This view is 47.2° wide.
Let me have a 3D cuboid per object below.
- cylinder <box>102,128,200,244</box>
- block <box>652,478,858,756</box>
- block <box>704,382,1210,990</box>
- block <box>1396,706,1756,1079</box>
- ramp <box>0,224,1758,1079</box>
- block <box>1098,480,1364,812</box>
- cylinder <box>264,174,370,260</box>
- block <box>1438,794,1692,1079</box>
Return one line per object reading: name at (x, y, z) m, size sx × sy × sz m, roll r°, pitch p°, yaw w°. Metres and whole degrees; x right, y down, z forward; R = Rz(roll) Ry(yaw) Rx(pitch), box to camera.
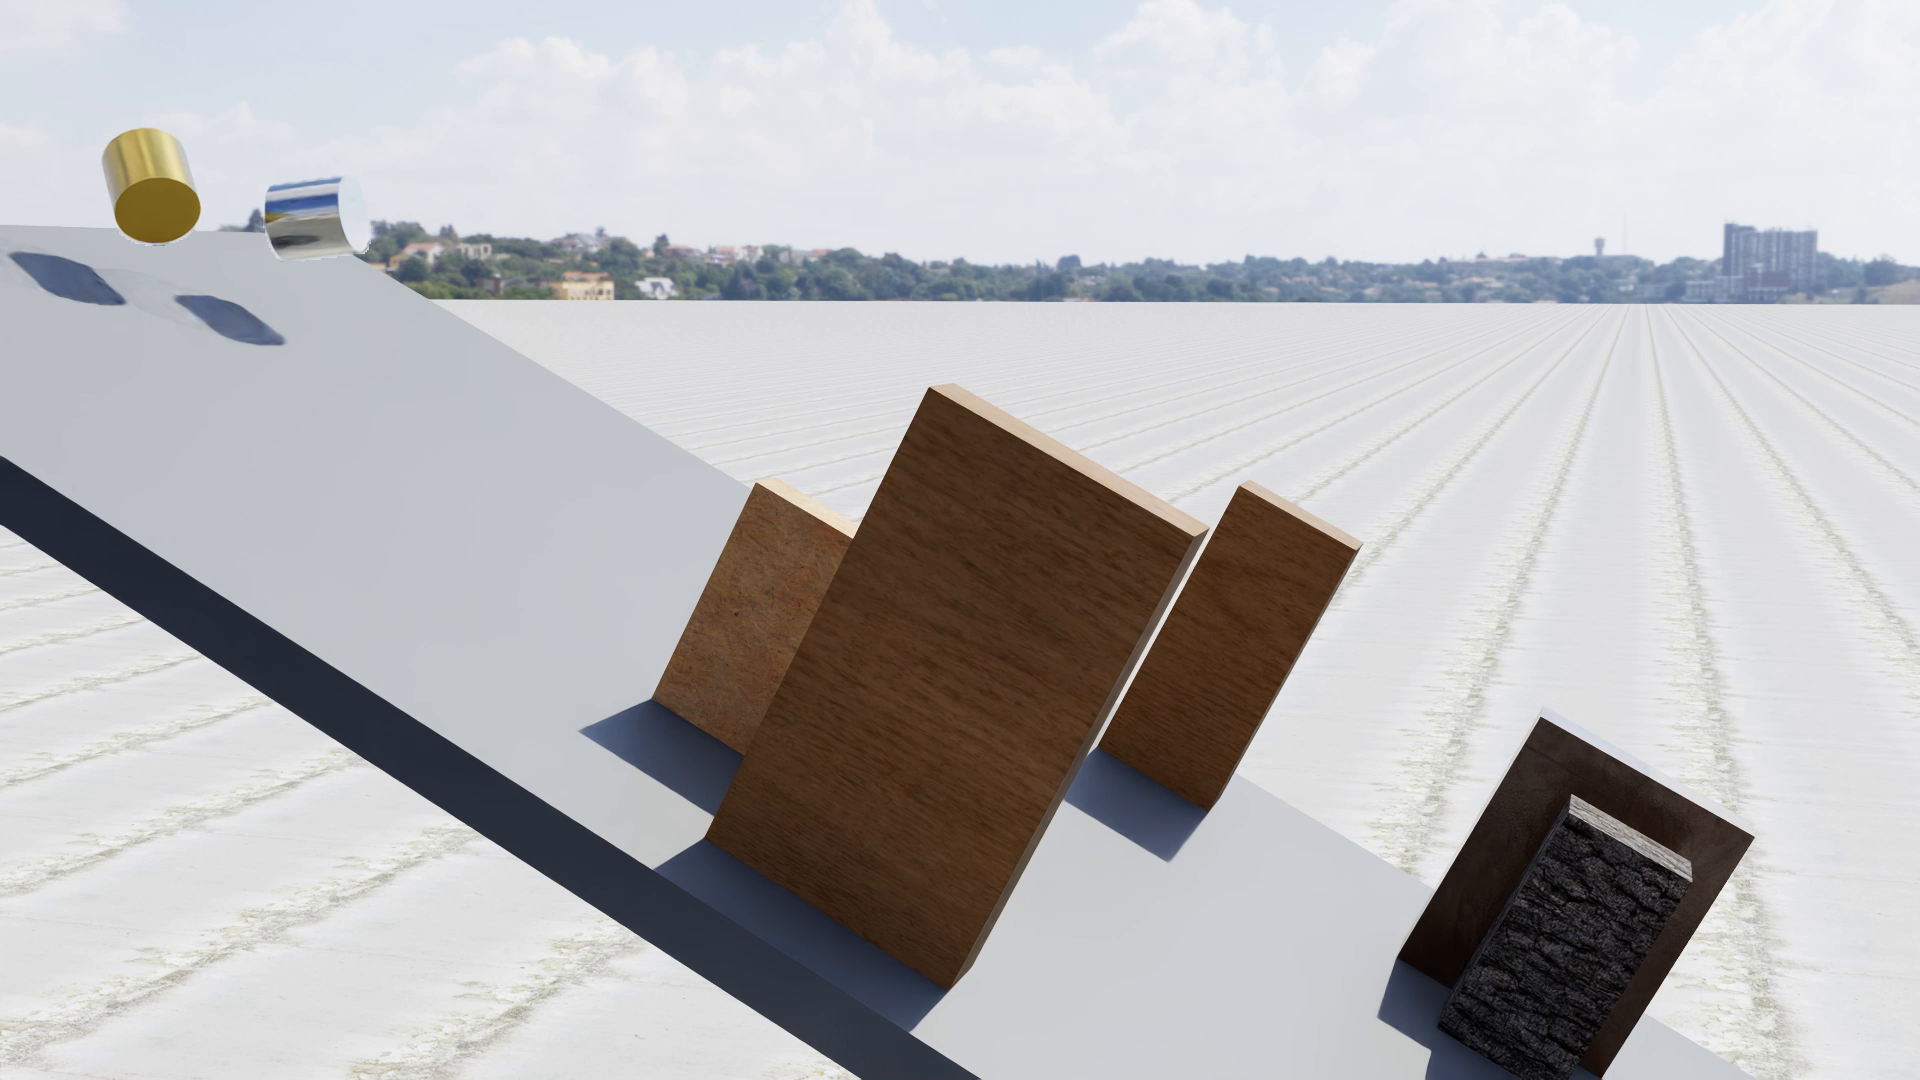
cylinder at (-1.620, -0.710, 4.404) m, size 0.163 × 0.163 × 0.163 m, roll -4°, pitch 47°, yaw -29°
block at (-0.271, 0.169, 3.714) m, size 0.353 × 0.426 × 0.088 m, roll 30°, pitch 14°, yaw 12°
block at (-0.013, 0.218, 3.271) m, size 0.440 × 0.781 × 0.121 m, roll 30°, pitch 14°, yaw 12°
block at (1.189, 0.682, 4.272) m, size 0.445 × 0.562 × 0.110 m, roll 30°, pitch 14°, yaw 12°
ramp at (-0.225, 0.375, 4.149) m, size 4.000 × 0.100 × 2.000 m, roll 30°, pitch 14°, yaw 12°
block at (0.566, 0.222, 4.623) m, size 0.272 × 0.637 × 0.133 m, roll 30°, pitch 14°, yaw 12°
cylinder at (-1.359, -0.682, 4.653) m, size 0.162 × 0.162 × 0.162 m, roll -6°, pitch 6°, yaw 7°
block at (1.115, 0.749, 4.064) m, size 0.243 × 0.481 × 0.148 m, roll 30°, pitch 14°, yaw 12°
